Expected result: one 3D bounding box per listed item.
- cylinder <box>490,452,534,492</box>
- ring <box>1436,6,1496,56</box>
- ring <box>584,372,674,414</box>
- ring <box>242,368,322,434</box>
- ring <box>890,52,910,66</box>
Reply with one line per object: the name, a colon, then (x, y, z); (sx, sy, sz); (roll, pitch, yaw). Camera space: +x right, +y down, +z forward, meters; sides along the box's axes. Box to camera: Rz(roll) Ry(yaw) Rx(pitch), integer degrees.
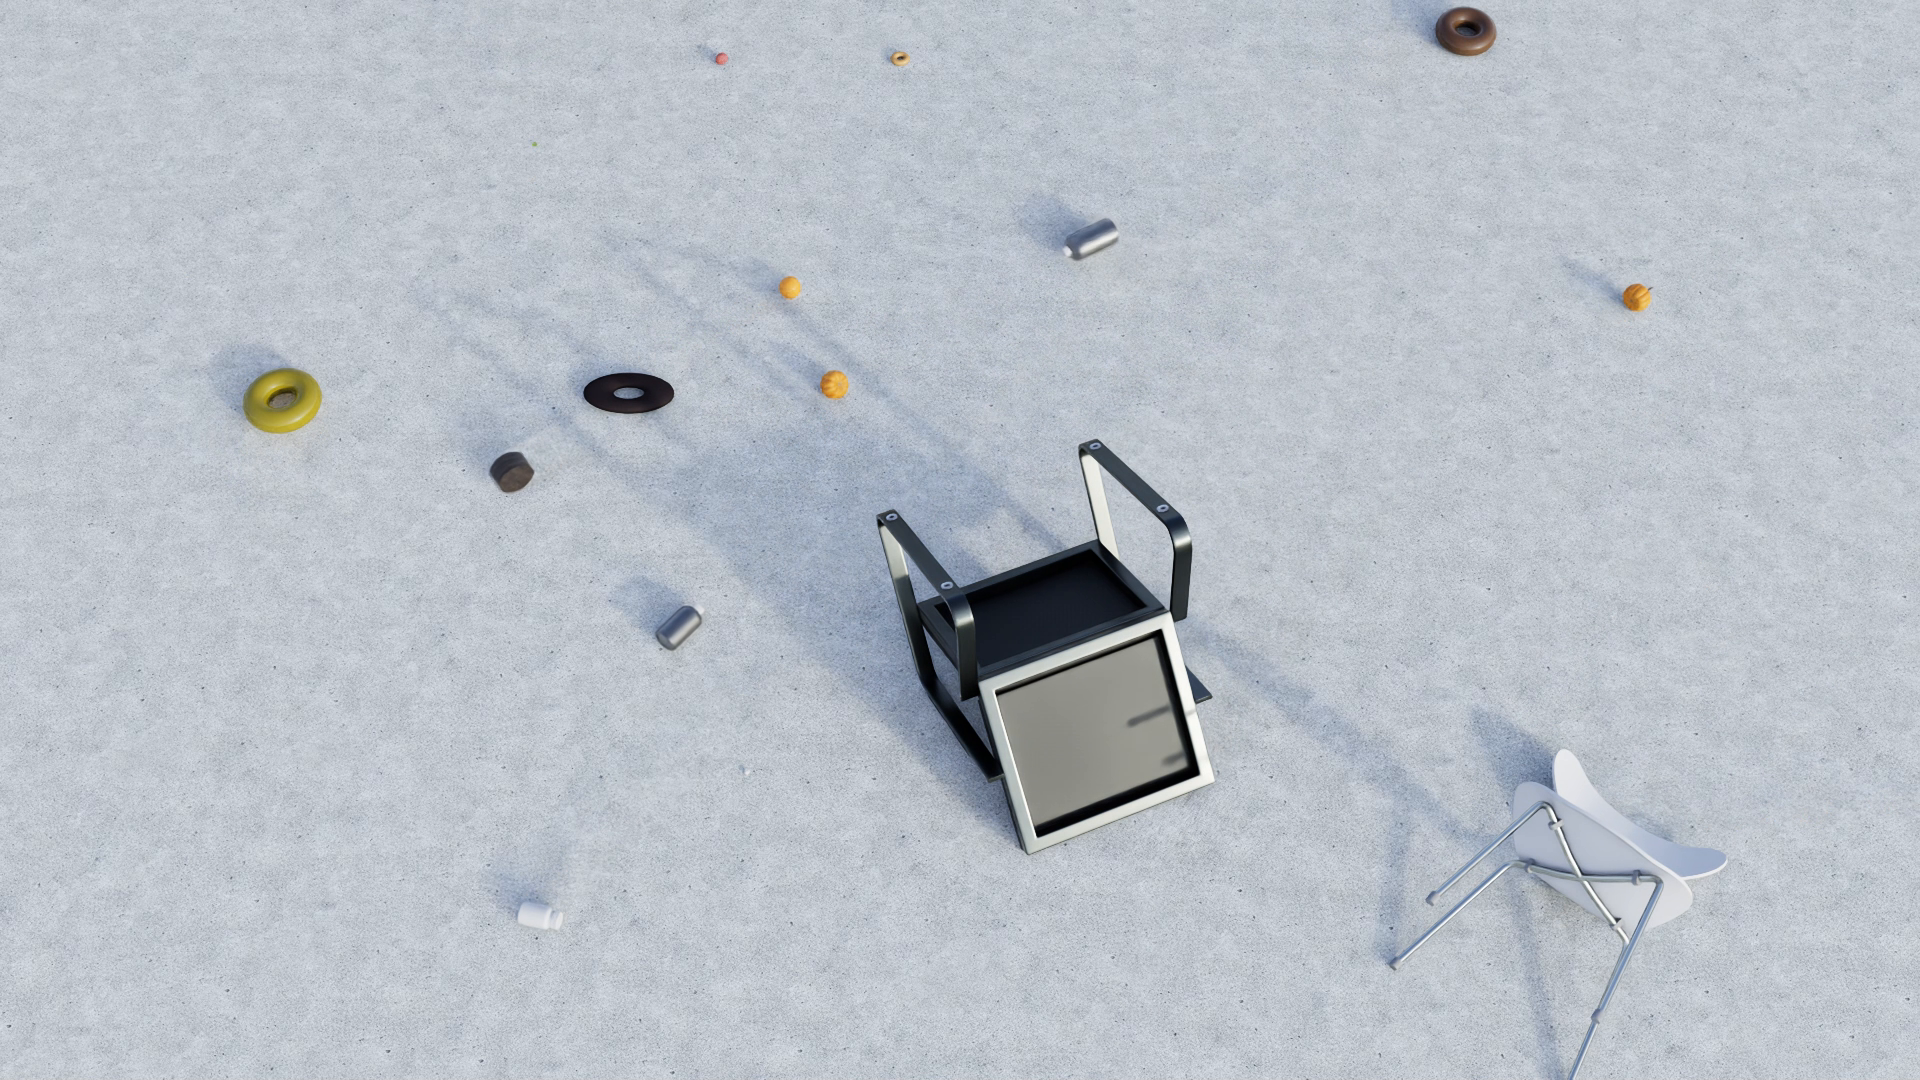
cylinder: (-1.353, -0.206, 6.644); (0.113, 0.111, 0.063); (-43, 62, 8)
ring: (1.780, -1.789, 7.733); (0.214, 0.071, 0.215); (-33, 63, -19)
ring: (-1.033, -0.458, 6.858); (0.285, 0.040, 0.152); (1, 57, 0)
ring: (-2.101, -0.432, 6.817); (0.242, 0.080, 0.240); (-33, 61, -21)
ring: (-0.209, -1.684, 7.692); (0.068, 0.021, 0.061); (-6, 57, -5)
